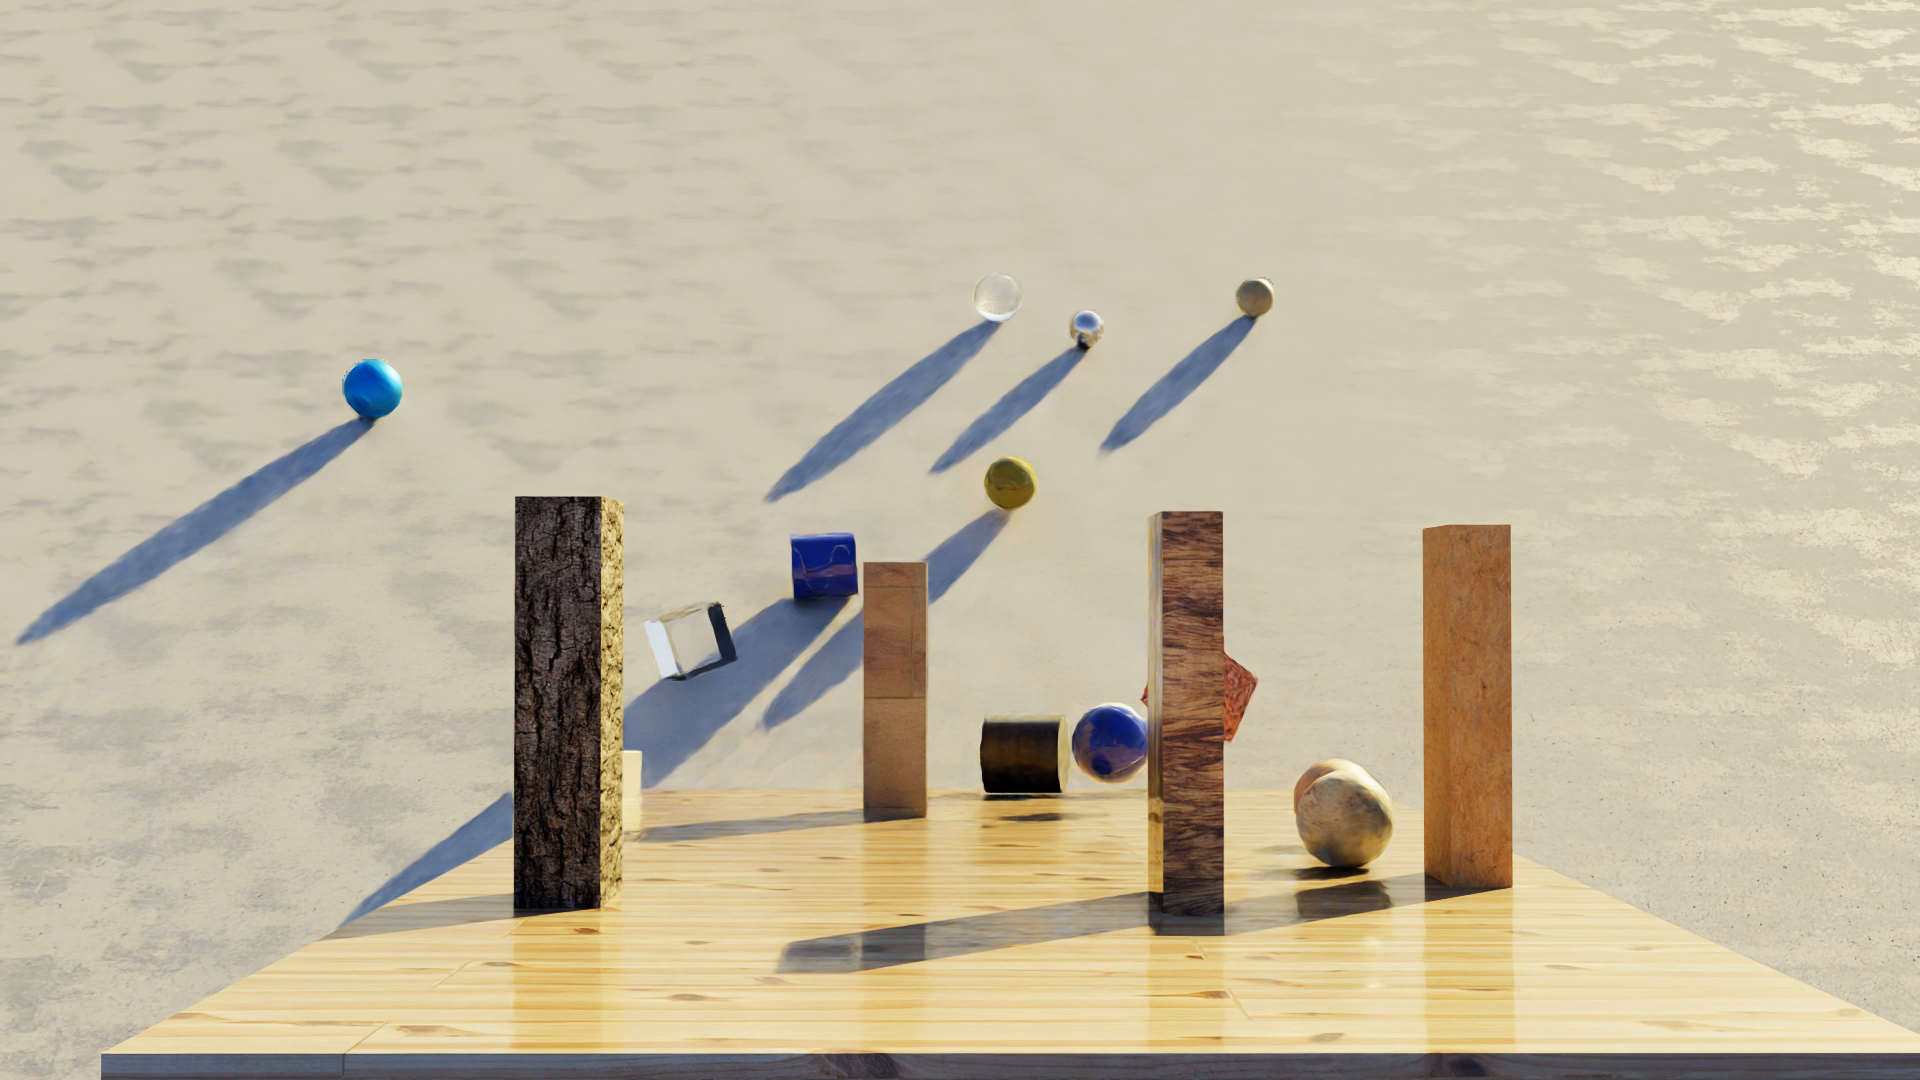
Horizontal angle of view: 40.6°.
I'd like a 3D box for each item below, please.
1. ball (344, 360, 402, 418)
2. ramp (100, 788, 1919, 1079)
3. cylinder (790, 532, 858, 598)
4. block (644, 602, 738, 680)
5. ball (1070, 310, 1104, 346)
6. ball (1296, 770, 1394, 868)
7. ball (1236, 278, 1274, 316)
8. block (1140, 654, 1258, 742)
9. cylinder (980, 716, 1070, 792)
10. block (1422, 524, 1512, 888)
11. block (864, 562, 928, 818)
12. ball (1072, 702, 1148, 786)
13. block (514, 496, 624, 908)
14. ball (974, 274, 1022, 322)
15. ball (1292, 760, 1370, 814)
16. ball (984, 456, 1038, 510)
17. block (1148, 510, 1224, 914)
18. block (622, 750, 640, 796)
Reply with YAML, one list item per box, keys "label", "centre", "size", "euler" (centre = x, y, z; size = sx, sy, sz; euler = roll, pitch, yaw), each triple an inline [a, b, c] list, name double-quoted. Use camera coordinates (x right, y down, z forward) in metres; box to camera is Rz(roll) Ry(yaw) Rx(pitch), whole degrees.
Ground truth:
- label: "ball"
  centre: [-1.914, -0.492, 8.467]
  size: [0.188, 0.188, 0.188]
  euler: [0, 34, 0]
- label: "ramp"
  centre: [0.075, 0.652, 4.791]
  size: [2.000, 0.100, 4.000]
  euler: [0, -1, 0]
- label: "cylinder"
  centre: [-0.401, 0.075, 7.619]
  size: [0.187, 0.187, 0.187]
  euler: [-3, 34, -5]
- label: "block"
  centre: [-0.755, 0.283, 7.279]
  size: [0.168, 0.168, 0.168]
  euler: [-21, 9, -28]
- label: "ball"
  centre: [0.434, -0.724, 8.870]
  size: [0.122, 0.122, 0.122]
  euler: [0, 34, 0]
- label: "ball"
  centre: [0.705, 0.511, 4.747]
  size: [0.179, 0.179, 0.179]
  euler: [0, 34, 0]
- label: "ball"
  centre: [1.029, -0.846, 9.042]
  size: [0.134, 0.134, 0.134]
  euler: [0, 34, 0]
- label: "block"
  centre: [0.632, 0.396, 6.852]
  size: [0.186, 0.186, 0.186]
  euler: [12, 72, 47]
- label: "cylinder"
  centre: [0.167, 0.546, 6.629]
  size: [0.197, 0.197, 0.197]
  euler: [-1, 33, 11]
- label: "block"
  centre: [0.890, 0.286, 4.562]
  size: [0.105, 0.619, 0.258]
  euler: [0, -1, 0]
- label: "block"
  centre: [-0.148, 0.343, 6.022]
  size: [0.142, 0.579, 0.283]
  euler: [0, -1, 0]
- label: "ball"
  centre: [0.357, 0.476, 6.067]
  size: [0.193, 0.193, 0.193]
  euler: [0, 34, 0]
- label: "block"
  centre: [-0.641, 0.261, 4.269]
  size: [0.138, 0.656, 0.269]
  euler: [0, -1, 0]
- label: "ball"
  centre: [0.131, -0.840, 9.000]
  size: [0.170, 0.170, 0.170]
  euler: [0, 34, 0]
- label: "ball"
  centre: [0.756, 0.527, 5.217]
  size: [0.172, 0.172, 0.172]
  euler: [0, 34, 0]
- label: "ball"
  centre: [0.157, -0.177, 8.021]
  size: [0.164, 0.164, 0.164]
  euler: [0, 34, 0]
- label: "block"
  centre: [0.365, 0.273, 4.220]
  size: [0.095, 0.629, 0.319]
  euler: [0, -1, 0]
- label: "block"
  centre: [-0.885, 0.592, 6.574]
  size: [0.109, 0.109, 0.109]
  euler: [-1, -2, 28]
